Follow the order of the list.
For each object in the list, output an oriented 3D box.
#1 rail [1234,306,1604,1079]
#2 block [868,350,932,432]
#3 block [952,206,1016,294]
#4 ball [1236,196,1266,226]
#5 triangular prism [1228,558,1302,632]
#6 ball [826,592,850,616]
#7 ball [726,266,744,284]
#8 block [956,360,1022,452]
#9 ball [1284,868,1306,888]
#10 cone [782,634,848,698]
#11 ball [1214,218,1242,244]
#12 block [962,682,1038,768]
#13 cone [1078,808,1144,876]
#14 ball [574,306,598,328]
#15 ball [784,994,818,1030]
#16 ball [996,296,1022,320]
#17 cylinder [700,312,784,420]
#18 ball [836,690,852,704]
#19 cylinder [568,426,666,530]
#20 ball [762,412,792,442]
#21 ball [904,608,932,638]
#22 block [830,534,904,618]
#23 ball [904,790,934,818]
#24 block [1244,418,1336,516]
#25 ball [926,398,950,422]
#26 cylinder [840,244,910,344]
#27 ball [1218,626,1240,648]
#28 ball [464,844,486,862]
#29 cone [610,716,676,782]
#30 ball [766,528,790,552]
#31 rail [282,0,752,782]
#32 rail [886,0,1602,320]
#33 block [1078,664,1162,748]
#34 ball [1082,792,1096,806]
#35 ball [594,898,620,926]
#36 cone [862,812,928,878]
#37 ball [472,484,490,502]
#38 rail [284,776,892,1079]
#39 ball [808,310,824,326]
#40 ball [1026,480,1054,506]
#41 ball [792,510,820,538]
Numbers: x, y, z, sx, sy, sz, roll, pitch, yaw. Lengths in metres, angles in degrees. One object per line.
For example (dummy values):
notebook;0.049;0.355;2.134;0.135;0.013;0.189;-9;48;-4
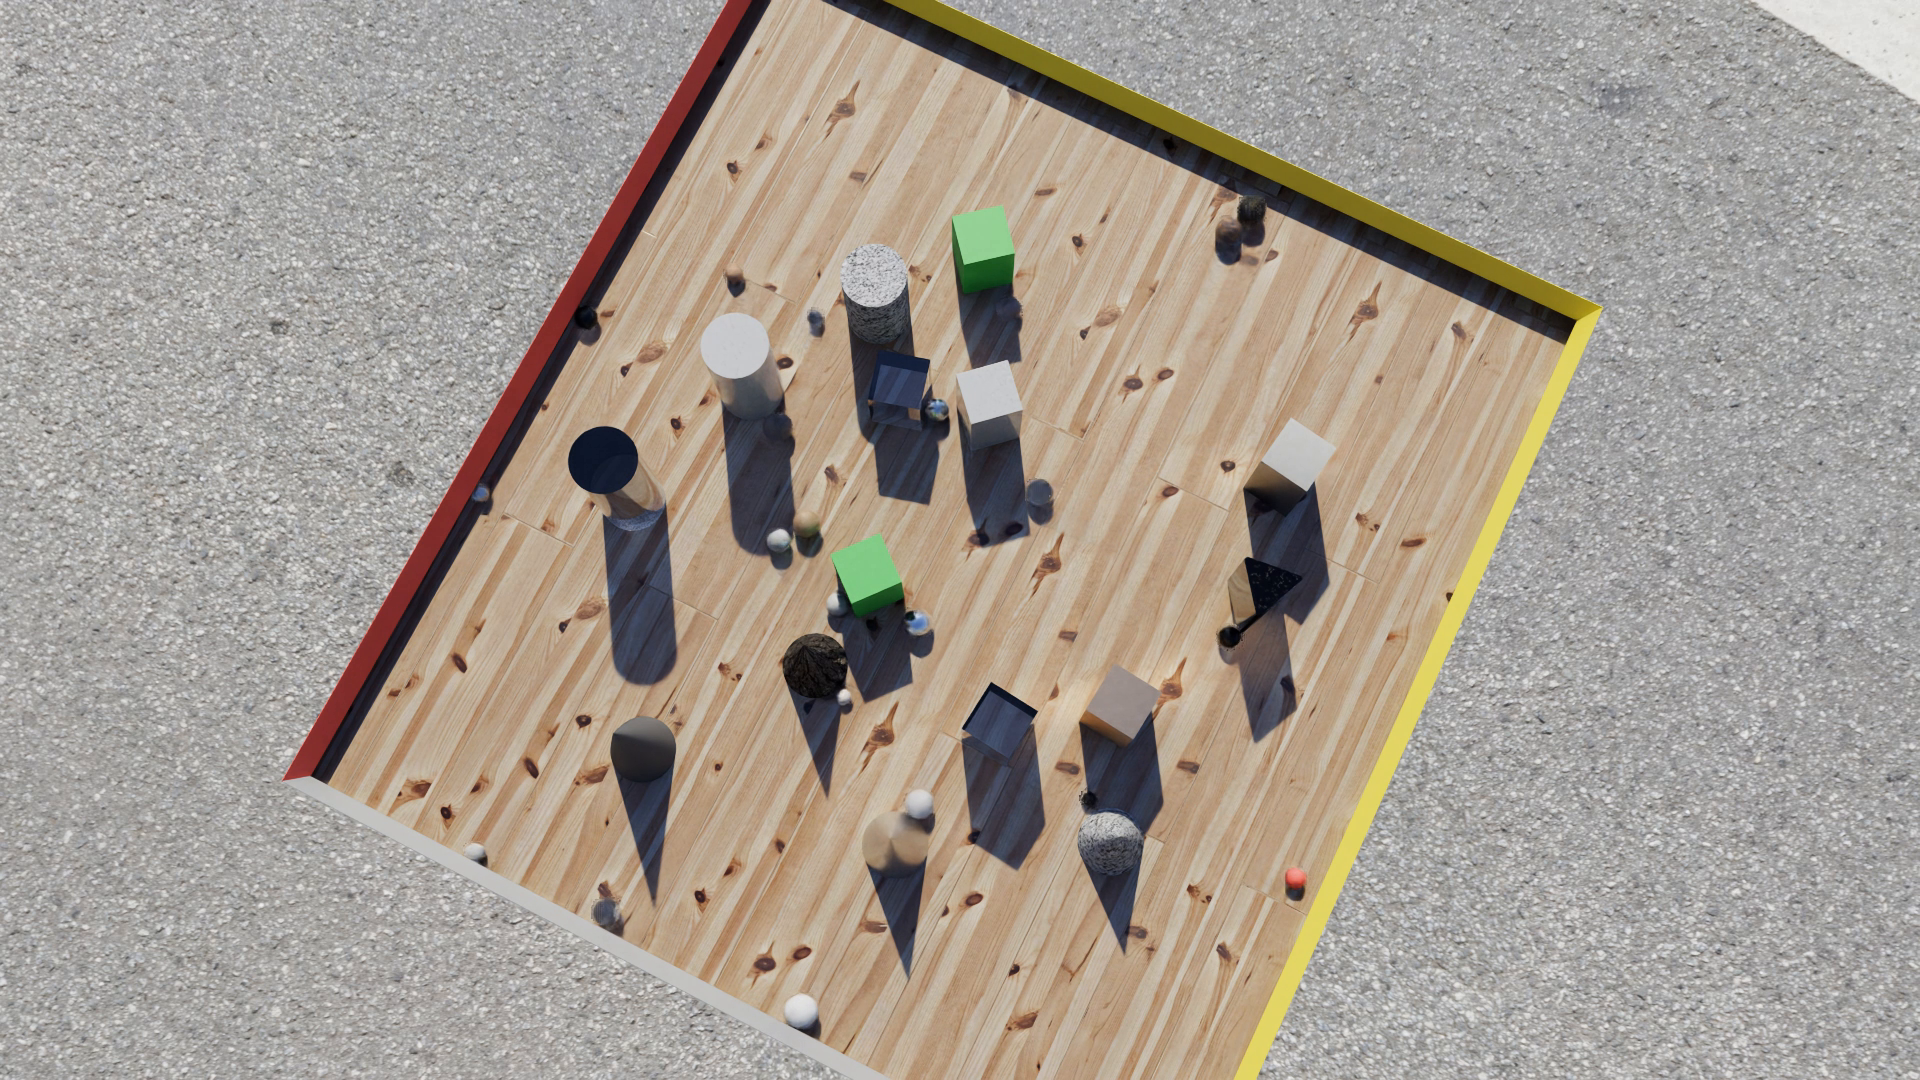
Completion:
rail;1.272;0.629;5.420;0.045;0.129;3.066;26;80;5
block;-0.181;-0.454;5.586;0.158;0.244;0.158;11;79;2
block;0.071;-0.895;5.666;0.158;0.266;0.158;-13;79;-3
ball;0.919;-1.038;5.785;0.091;0.091;0.091;0;78;0
triangular prism;0.866;0.141;5.412;0.172;0.343;0.149;-39;81;-7
ball;-0.370;0.195;5.539;0.072;0.072;0.072;0;78;0
ball;-0.708;-0.836;5.761;0.056;0.056;0.056;0;78;0
block;0.086;-0.402;5.537;0.158;0.319;0.158;-16;79;-3
ball;0.984;0.993;5.380;0.060;0.060;0.060;0;78;0
cone;-0.438;0.337;5.330;0.198;0.424;0.198;0;78;0
ball;0.846;-0.973;5.775;0.085;0.085;0.085;0;78;0
block;0.113;0.542;5.344;0.158;0.315;0.158;32;80;6
cone;0.447;0.859;5.263;0.198;0.345;0.198;0;78;0
ball;-1.167;-0.696;5.724;0.071;0.071;0.071;0;78;0
ball;-0.459;1.360;5.285;0.099;0.099;0.099;0;78;0
ball;0.153;-0.726;5.727;0.077;0.077;0.077;0;78;0
cylinder;-0.648;-0.515;5.495;0.198;0.446;0.198;0;78;0
ball;-0.348;0.471;5.495;0.047;0.047;0.047;0;78;0
cylinder;-1.005;-0.175;5.400;0.198;0.494;0.198;0;78;0
ball;-0.561;-0.349;5.642;0.092;0.092;0.092;0;78;0
ball;-0.127;0.249;5.520;0.088;0.088;0.088;0;78;0
block;-0.274;0.109;5.457;0.158;0.268;0.158;-23;79;-5
ball;-0.121;0.779;5.412;0.086;0.086;0.086;0;78;0
block;0.983;-0.213;5.483;0.158;0.348;0.158;35;80;7
ball;-0.070;-0.401;5.662;0.075;0.075;0.075;0;78;0
cylinder;-0.255;-0.747;5.591;0.198;0.353;0.198;0;78;0
ball;0.811;0.293;5.521;0.068;0.068;0.068;0;78;0
ball;-1.428;0.923;5.395;0.060;0.060;0.060;0;78;0
cone;-0.949;0.577;5.247;0.198;0.490;0.198;0;78;0
ball;-0.551;0.002;5.579;0.073;0.073;0.073;0;78;0
rail;-1.272;-0.616;5.677;0.045;0.129;3.066;26;80;5
rail;0.675;-1.315;5.822;2.891;0.129;0.045;26;80;5
block;0.466;0.489;5.359;0.158;0.306;0.158;32;80;6
ball;0.384;0.769;5.435;0.044;0.044;0.044;0;78;0
ball;-1.031;1.087;5.352;0.078;0.078;0.078;0;78;0
cone;-0.192;0.861;5.228;0.198;0.412;0.198;0;78;0
ball;-1.469;-0.145;5.617;0.058;0.058;0.058;0;78;0
rail;-0.675;1.329;5.275;2.891;0.129;0.045;26;80;5
ball;-0.452;-0.695;5.735;0.049;0.049;0.049;0;78;0
ball;0.245;-0.145;5.605;0.081;0.081;0.081;0;78;0
ball;-0.468;-0.050;5.584;0.084;0.084;0.084;0;78;0
